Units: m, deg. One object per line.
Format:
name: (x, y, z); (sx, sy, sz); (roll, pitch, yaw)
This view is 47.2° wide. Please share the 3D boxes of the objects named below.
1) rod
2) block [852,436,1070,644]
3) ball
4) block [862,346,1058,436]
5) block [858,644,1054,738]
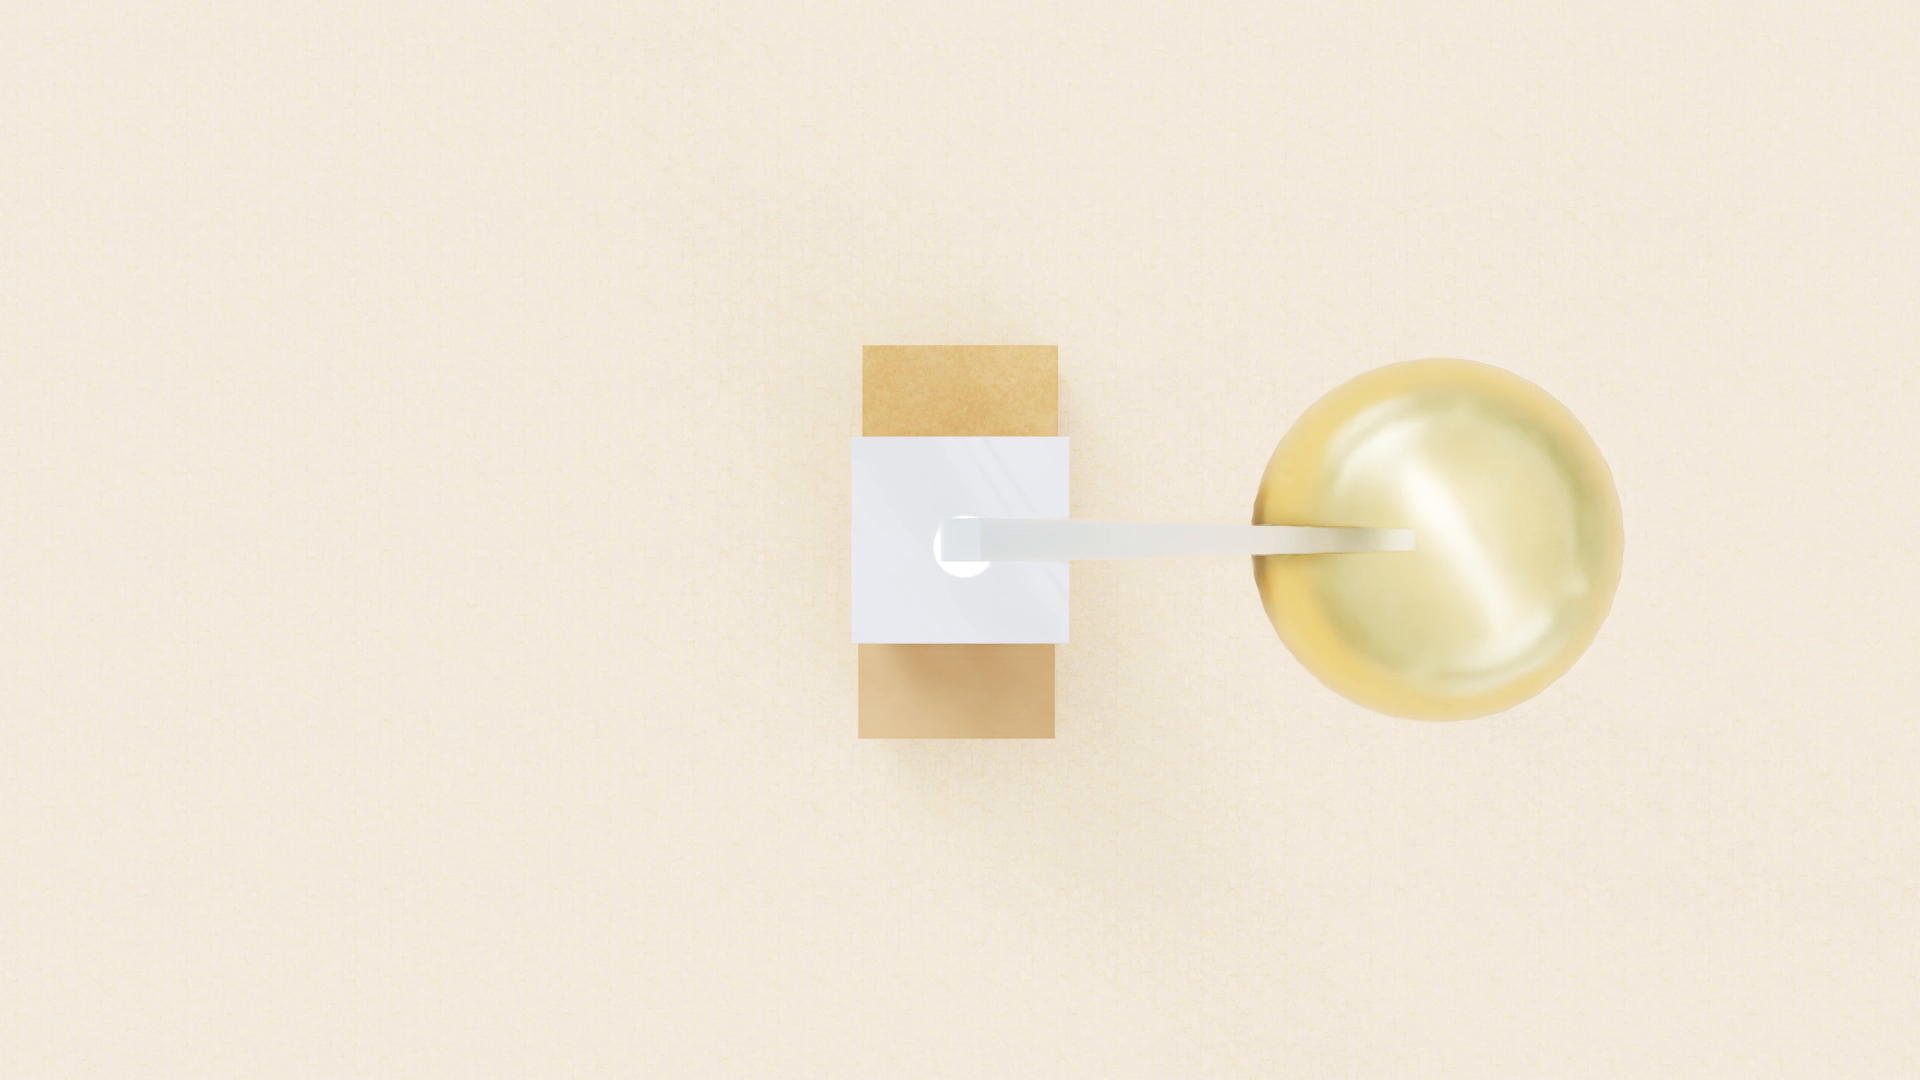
rod: (0.899, 0.000, 6.430); (0.080, 5.200, 0.080); (0, 90, 20)
block: (0.001, 0.000, 8.358); (0.792, 0.751, 0.749); (0, 90, 0)
ball: (2.074, 0.000, 9.620); (1.600, 1.600, 1.600); (0, 90, 0)
block: (0.001, -0.546, 12.557); (1.078, 0.887, 1.055); (0, 90, 0)
block: (-0.019, 0.532, 12.434); (1.062, 1.131, 1.082); (0, 90, 0)
